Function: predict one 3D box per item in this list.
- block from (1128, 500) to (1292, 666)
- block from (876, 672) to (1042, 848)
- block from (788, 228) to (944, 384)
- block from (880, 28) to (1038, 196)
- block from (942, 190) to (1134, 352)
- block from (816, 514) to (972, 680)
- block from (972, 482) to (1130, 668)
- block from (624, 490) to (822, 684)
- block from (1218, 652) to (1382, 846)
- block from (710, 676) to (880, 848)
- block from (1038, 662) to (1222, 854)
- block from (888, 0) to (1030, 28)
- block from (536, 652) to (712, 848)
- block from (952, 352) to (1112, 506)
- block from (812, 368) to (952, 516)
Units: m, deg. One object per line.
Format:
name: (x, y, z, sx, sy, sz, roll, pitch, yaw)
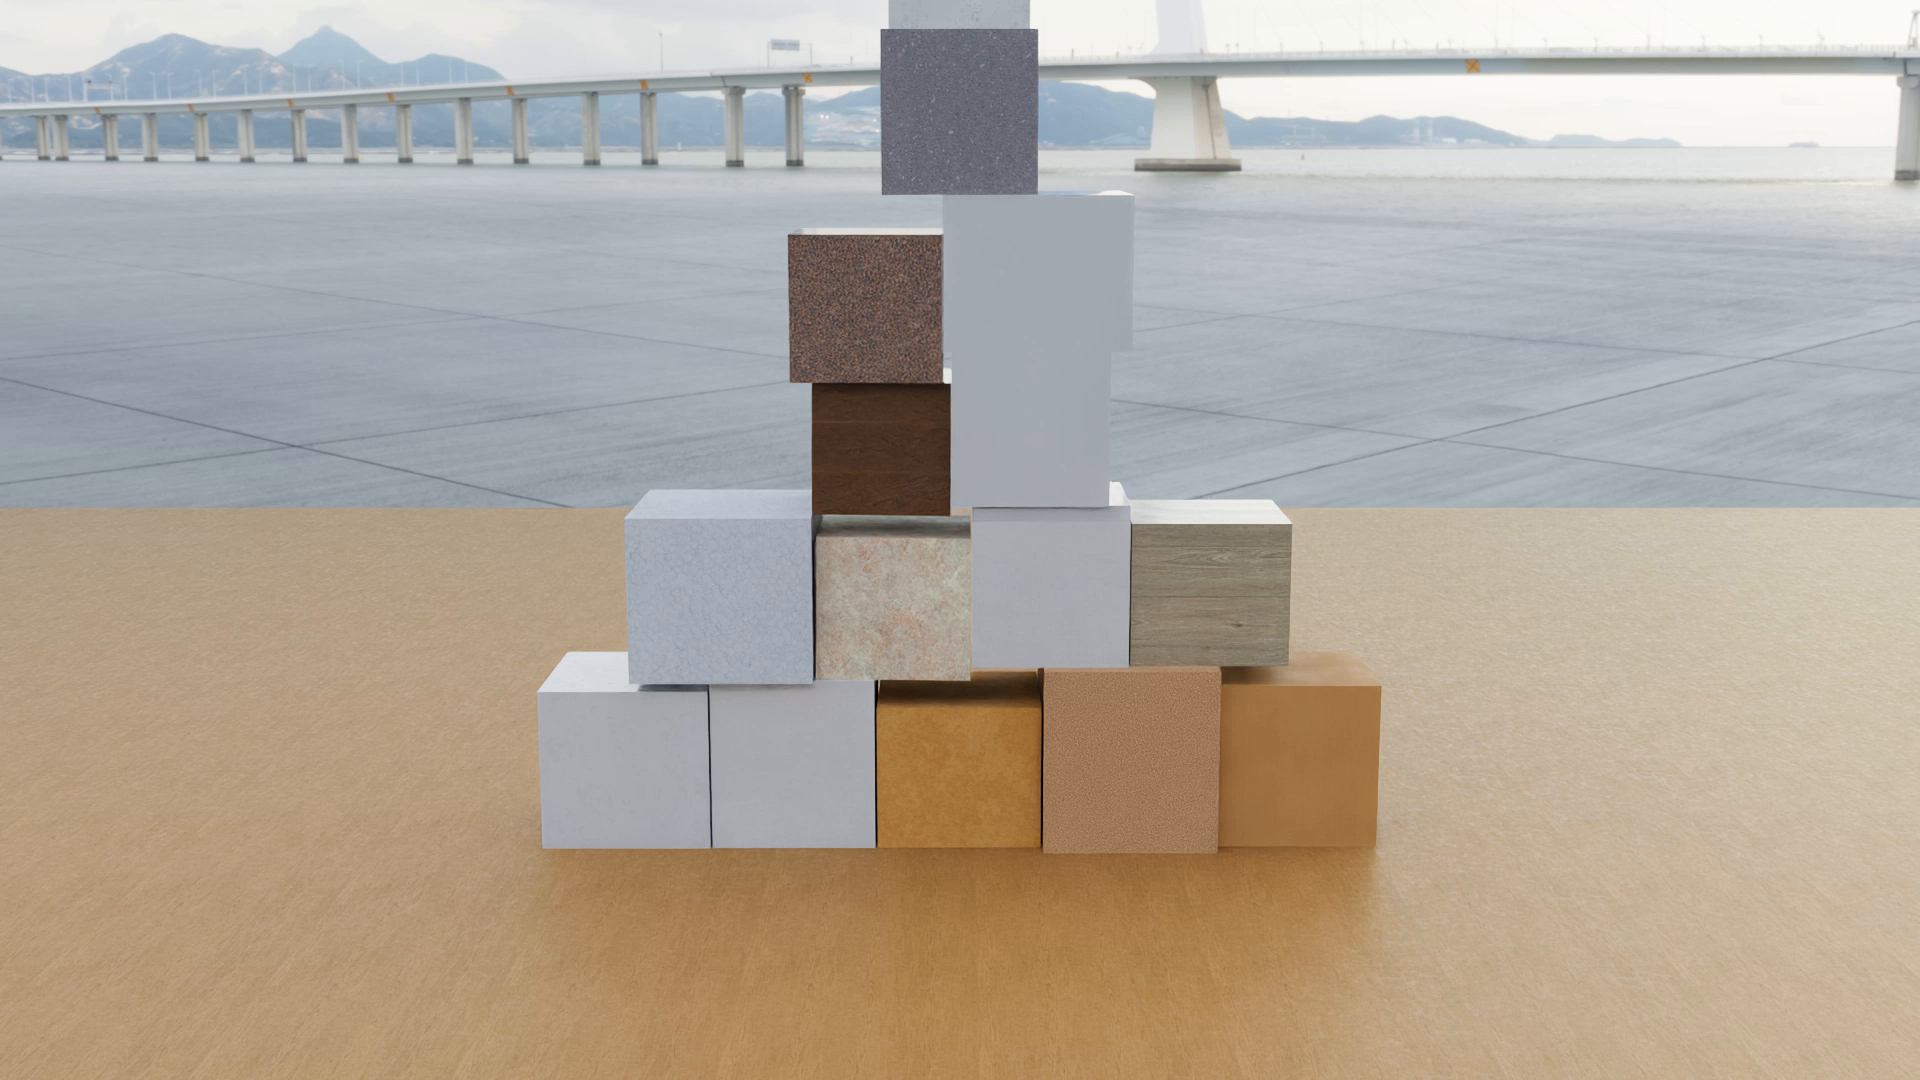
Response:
block: (1.239, 0.208, 11.221, 0.787, 0.719, 0.729, 0, 10, 0)
block: (-0.005, 1.122, 11.379, 0.821, 0.721, 0.773, 0, 10, 0)
block: (-0.452, -1.178, 10.946, 0.740, 0.711, 0.780, 0, 10, 0)
block: (-0.003, -2.094, 10.794, 0.745, 0.772, 0.790, 0, 10, 0)
block: (0.374, -1.351, 10.948, 0.910, 0.745, 0.881, 0, 10, 0)
block: (-0.328, 0.278, 11.225, 0.766, 0.716, 0.725, 1, 10, 0)
block: (0.448, 0.164, 11.196, 0.776, 0.814, 0.765, 0, 10, 0)
block: (-1.179, 0.222, 11.212, 0.907, 0.828, 0.899, 0, 10, 0)
block: (1.695, 1.068, 11.368, 0.801, 0.831, 0.736, 0, 10, 0)
block: (-0.834, 1.052, 11.370, 0.817, 0.862, 0.806, 0, 10, 0)
block: (0.850, 1.016, 11.381, 0.869, 0.929, 1.005, 0, 10, 0)
block: (-0.004, -2.841, 10.664, 0.669, 0.743, 0.684, 0, 10, 0)
block: (-1.674, 1.074, 11.395, 0.844, 0.810, 0.871, 0, 10, 0)
block: (0.344, -0.609, 11.061, 0.765, 0.755, 0.843, 0, 10, 0)
block: (-0.384, -0.503, 11.075, 0.681, 0.656, 0.671, 1, 10, 0)
